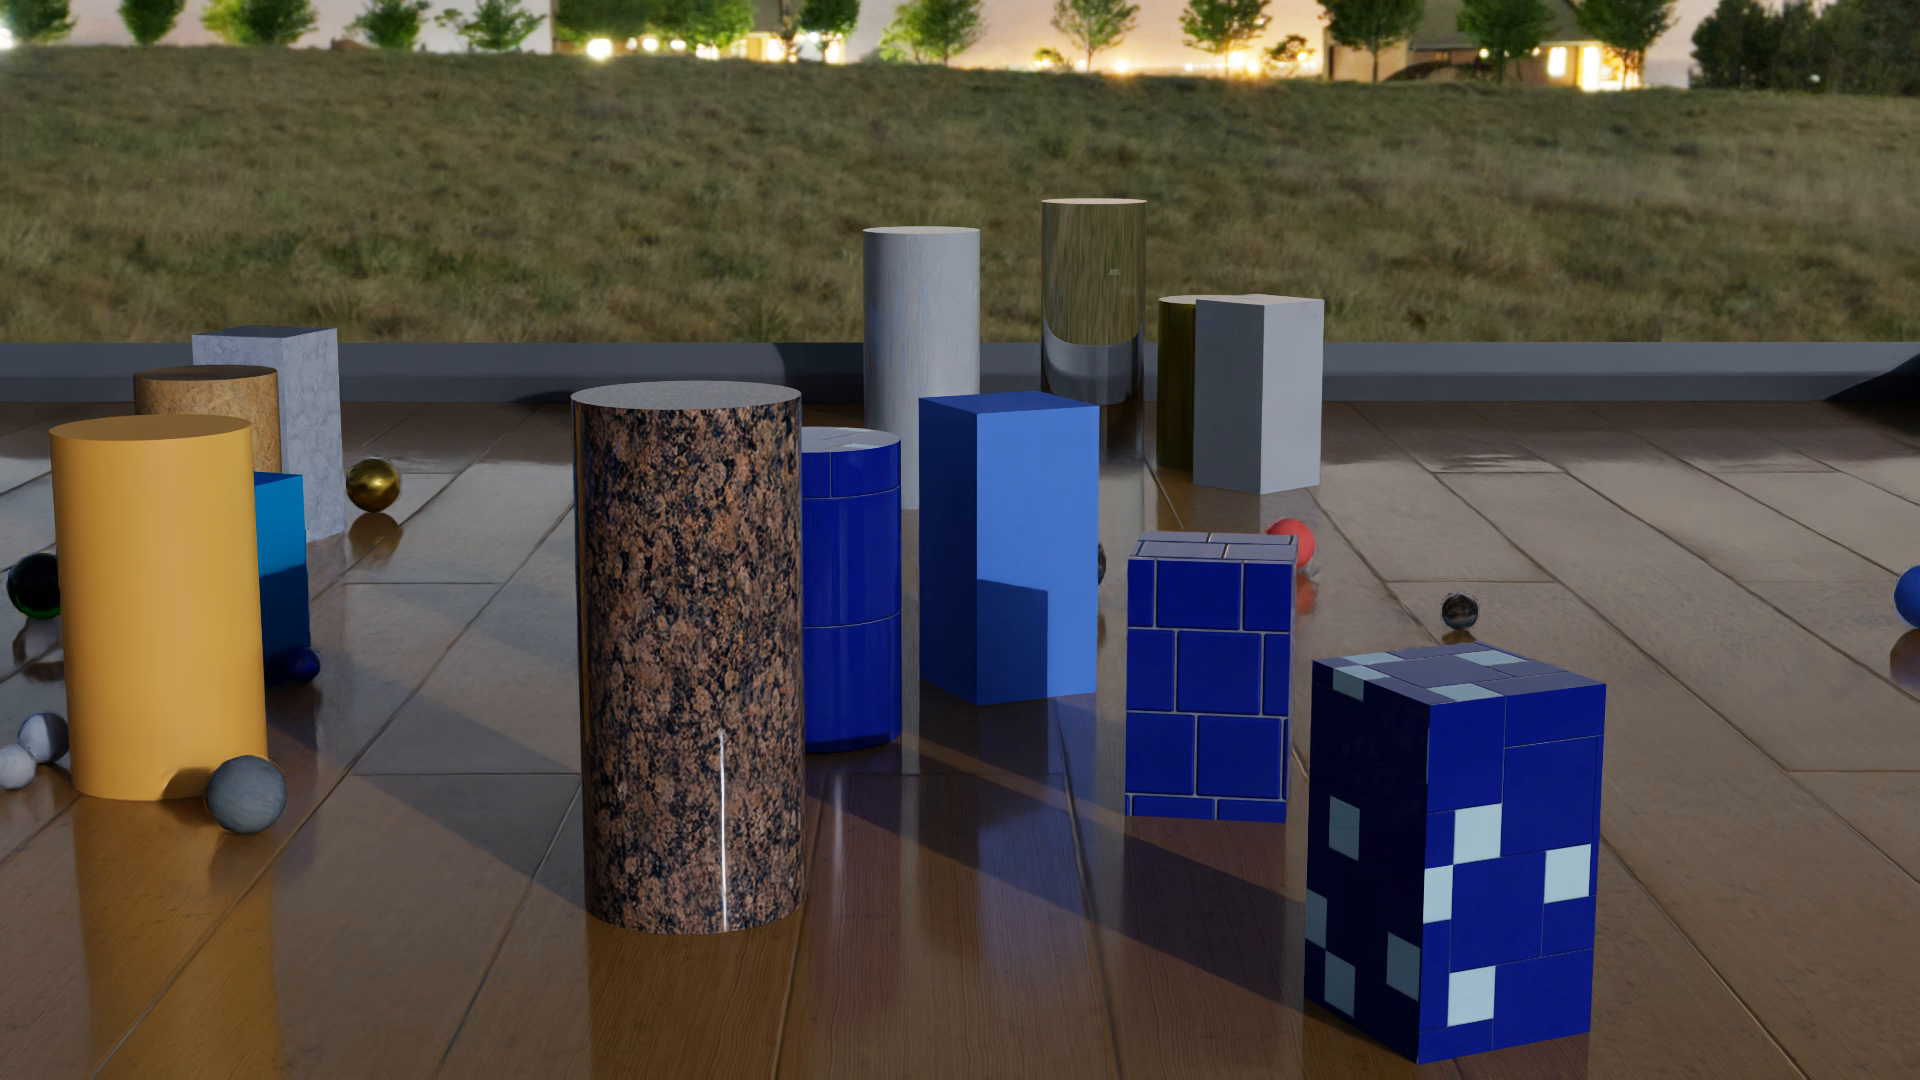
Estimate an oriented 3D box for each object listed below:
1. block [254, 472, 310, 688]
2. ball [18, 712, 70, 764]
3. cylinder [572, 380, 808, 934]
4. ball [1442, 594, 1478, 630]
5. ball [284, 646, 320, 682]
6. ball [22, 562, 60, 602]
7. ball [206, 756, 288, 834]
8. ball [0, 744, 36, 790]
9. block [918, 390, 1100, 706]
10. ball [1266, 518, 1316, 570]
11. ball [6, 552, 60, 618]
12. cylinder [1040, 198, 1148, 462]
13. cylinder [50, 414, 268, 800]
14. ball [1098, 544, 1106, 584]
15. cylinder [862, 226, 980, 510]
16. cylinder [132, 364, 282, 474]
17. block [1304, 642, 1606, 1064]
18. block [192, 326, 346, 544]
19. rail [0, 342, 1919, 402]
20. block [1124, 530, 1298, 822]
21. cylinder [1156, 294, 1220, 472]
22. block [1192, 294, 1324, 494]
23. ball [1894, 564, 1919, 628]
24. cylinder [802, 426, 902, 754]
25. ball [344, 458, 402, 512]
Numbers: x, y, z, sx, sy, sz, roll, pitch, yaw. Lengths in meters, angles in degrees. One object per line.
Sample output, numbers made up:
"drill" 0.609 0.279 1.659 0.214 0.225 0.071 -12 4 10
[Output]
"block" -0.889 0.049 3.051 0.157 0.243 0.157 4 11 22
"ball" -0.965 0.209 2.705 0.054 0.054 0.054 0 11 0
"cylinder" -0.234 0.096 2.232 0.196 0.448 0.196 0 11 0
"ball" 0.652 0.093 3.346 0.048 0.048 0.048 0 11 0
"ball" -0.785 0.149 3.060 0.043 0.043 0.043 0 11 0
"ball" -1.254 0.057 3.515 0.057 0.057 0.057 0 11 0
"ball" -0.683 0.244 2.457 0.075 0.075 0.075 0 11 0
"ball" -0.963 0.231 2.610 0.045 0.045 0.045 0 11 0
"block" 0.056 0.005 3.023 0.157 0.339 0.157 -5 12 -25
"ball" 0.480 0.007 3.739 0.075 0.075 0.075 0 11 0
"ball" -1.220 0.060 3.411 0.089 0.089 0.089 0 11 0
"cylinder" 0.249 -0.395 4.804 0.196 0.476 0.196 0 11 0
"cylinder" -0.820 0.064 2.635 0.196 0.364 0.196 0 11 0
"ball" 0.159 0.033 3.559 0.088 0.088 0.088 0 11 0
"cylinder" -0.064 -0.292 4.309 0.196 0.455 0.196 0 11 0
"cylinder" -1.064 -0.090 3.646 0.196 0.298 0.196 0 11 0
"block" 0.376 0.234 1.970 0.157 0.273 0.157 -5 12 -24
"block" -1.070 -0.163 3.980 0.157 0.321 0.157 3 11 16
"rail" -0.013 -0.363 5.585 4.287 0.127 0.045 0 11 0
"block" 0.252 0.133 2.561 0.157 0.256 0.157 2 11 9
"cylinder" 0.461 -0.290 4.714 0.196 0.303 0.196 0 11 0
"block" 0.520 -0.258 4.480 0.157 0.325 0.157 -9 14 -41
"ball" 1.265 0.074 3.346 0.086 0.086 0.086 0 11 0
"cylinder" -0.162 0.051 2.811 0.196 0.326 0.196 0 11 0
"ball" -0.966 -0.091 4.224 0.090 0.090 0.090 0 11 0
